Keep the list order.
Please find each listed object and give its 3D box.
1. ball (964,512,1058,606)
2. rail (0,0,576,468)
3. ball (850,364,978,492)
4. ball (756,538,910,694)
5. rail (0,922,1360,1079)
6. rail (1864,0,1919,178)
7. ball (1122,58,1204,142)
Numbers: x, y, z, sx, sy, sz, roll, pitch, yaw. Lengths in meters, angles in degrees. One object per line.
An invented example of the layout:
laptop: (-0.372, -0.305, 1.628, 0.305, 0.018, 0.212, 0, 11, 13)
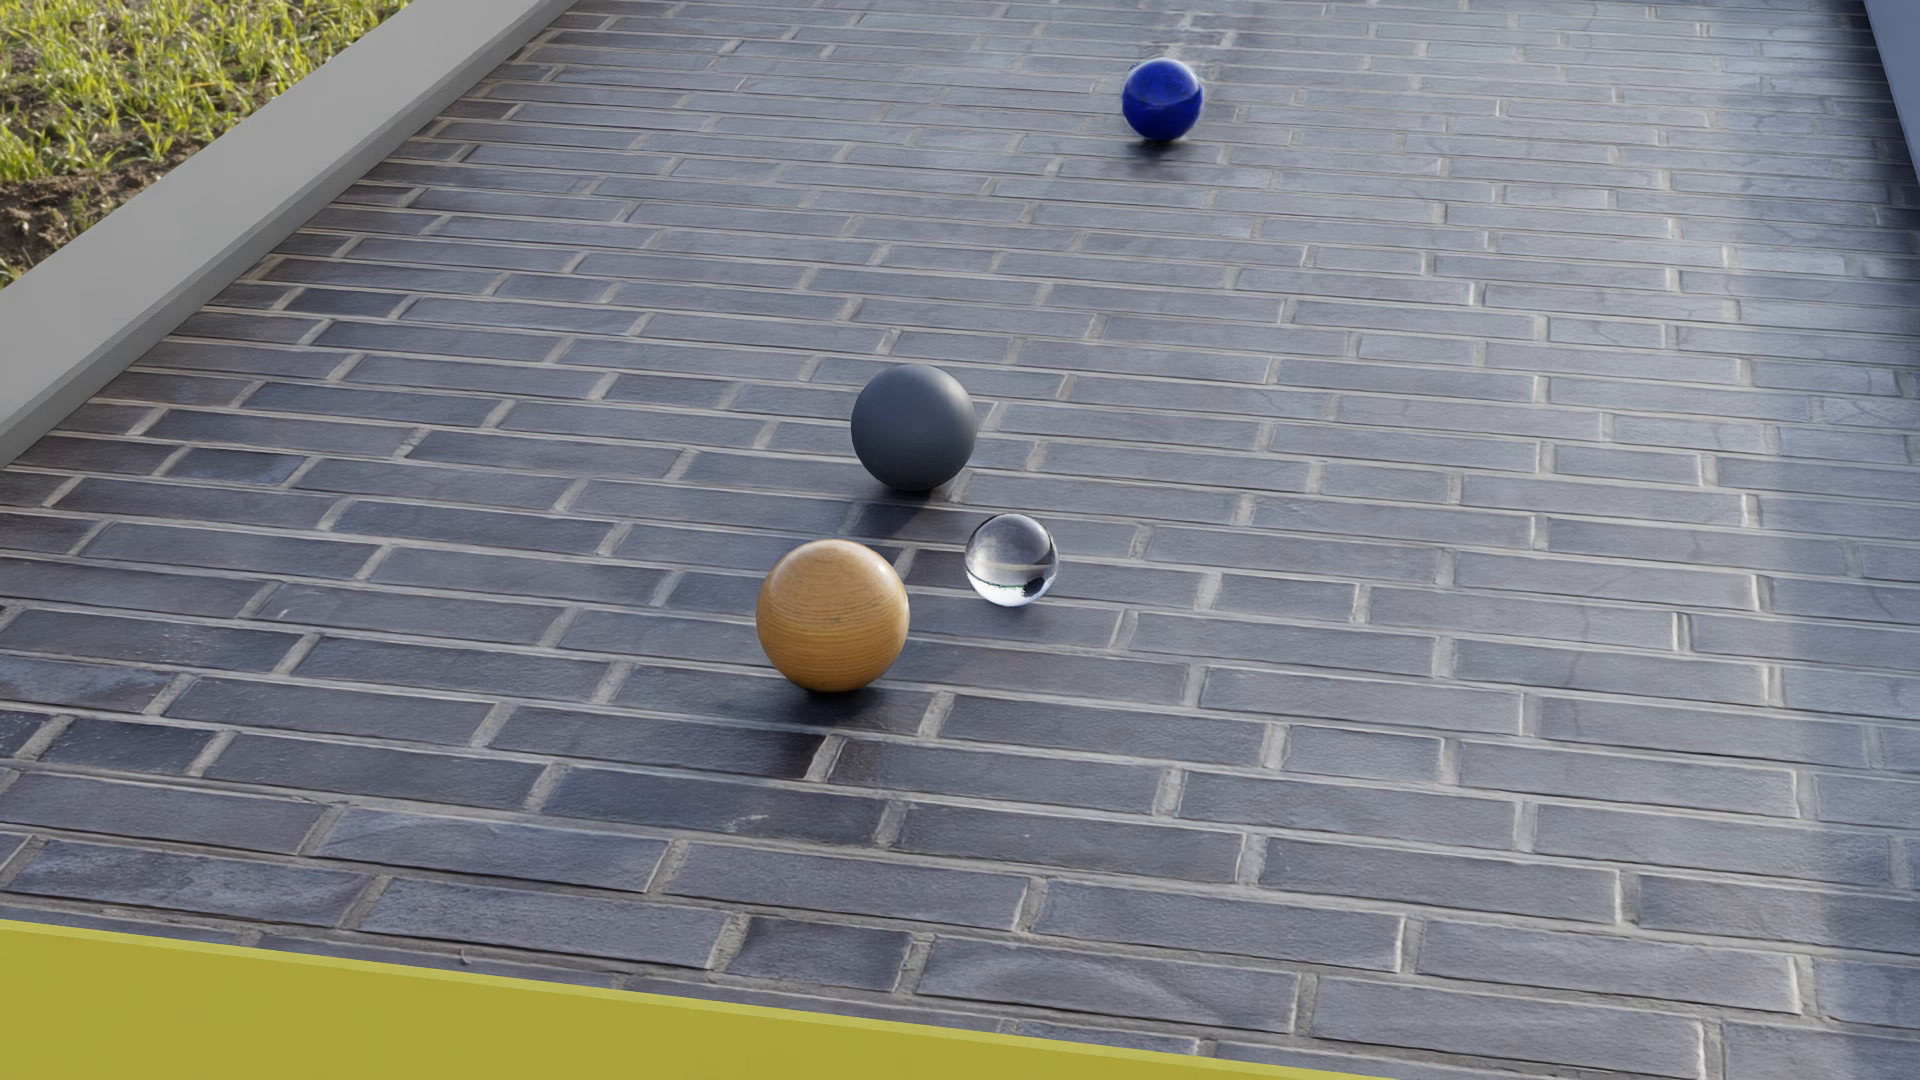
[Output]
ball: (0.033, 0.013, 1.899, 0.061, 0.061, 0.061, 0, 25, 0)
rail: (-0.549, -0.352, 2.603, 0.045, 0.122, 2.645, 5, 26, 10)
ball: (-0.032, -0.079, 2.061, 0.089, 0.089, 0.089, 0, 25, 0)
ball: (-0.077, 0.046, 1.789, 0.094, 0.094, 0.094, 0, 25, 0)
rail: (-0.125, 0.246, 1.327, 1.431, 0.122, 0.045, 5, 26, 10)
rail: (0.808, -0.237, 2.357, 0.045, 0.122, 2.645, 5, 26, 10)
ball: (0.193, -0.419, 2.800, 0.079, 0.079, 0.079, 0, 25, 0)
